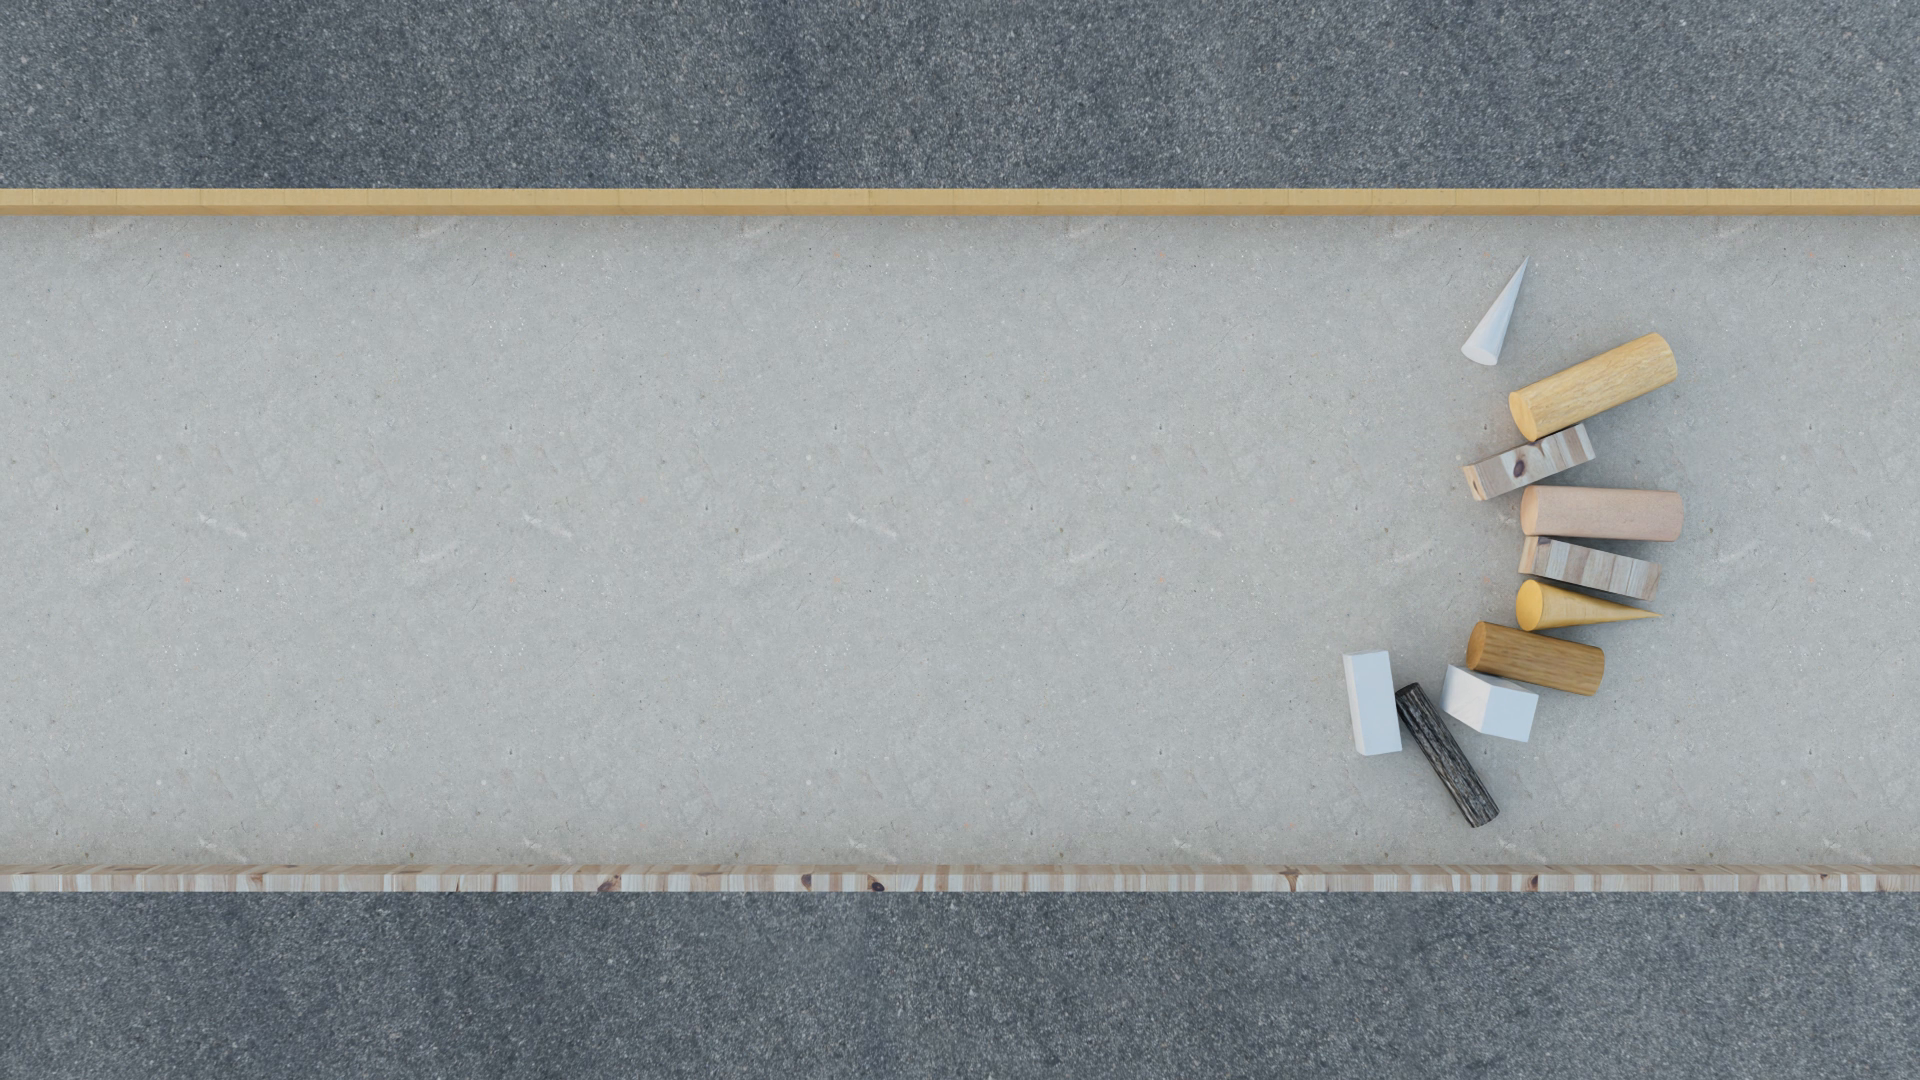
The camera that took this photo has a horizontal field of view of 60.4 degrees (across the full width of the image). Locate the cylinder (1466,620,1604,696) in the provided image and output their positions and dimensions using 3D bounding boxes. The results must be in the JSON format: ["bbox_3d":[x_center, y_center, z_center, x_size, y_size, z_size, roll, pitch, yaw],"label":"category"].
[{"bbox_3d":[1.743,0.360,5.000,0.366,0.153,0.153,13,90,0],"label":"cylinder"}]

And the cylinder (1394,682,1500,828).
[{"bbox_3d":[1.477,0.655,5.026,0.100,0.100,0.460,-33,90,0],"label":"cylinder"}]

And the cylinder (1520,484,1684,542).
[{"bbox_3d":[1.942,-0.081,4.999,0.434,0.156,0.156,3,90,0],"label":"cylinder"}]

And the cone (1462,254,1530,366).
[{"bbox_3d":[1.668,-0.724,5.049,0.113,0.113,0.373,28,81,0],"label":"cone"}]

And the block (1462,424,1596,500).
[{"bbox_3d":[1.730,-0.236,5.021,0.354,0.111,0.111,-21,90,0],"label":"block"}]

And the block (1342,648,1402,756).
[{"bbox_3d":[1.254,0.492,5.020,0.112,0.112,0.303,-8,90,0],"label":"block"}]

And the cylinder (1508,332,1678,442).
[{"bbox_3d":[1.915,-0.464,4.995,0.458,0.163,0.163,-23,90,0],"label":"cylinder"}]

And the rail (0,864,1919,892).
[{"bbox_3d":[-2.247,1.025,5.001,12.000,0.150,0.050,0,90,0],"label":"rail"}]

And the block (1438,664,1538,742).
[{"bbox_3d":[1.555,0.477,4.872,0.138,0.397,0.138,12,94,-2],"label":"block"}]

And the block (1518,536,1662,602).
[{"bbox_3d":[1.915,0.088,5.020,0.383,0.114,0.114,13,90,0],"label":"block"}]

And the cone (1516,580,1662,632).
[{"bbox_3d":[1.948,0.216,5.038,0.455,0.157,0.157,4,90,-10],"label":"cone"}]

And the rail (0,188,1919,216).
[{"bbox_3d":[-2.247,-1.025,5.002,12.000,0.150,0.050,0,90,0],"label":"rail"}]
